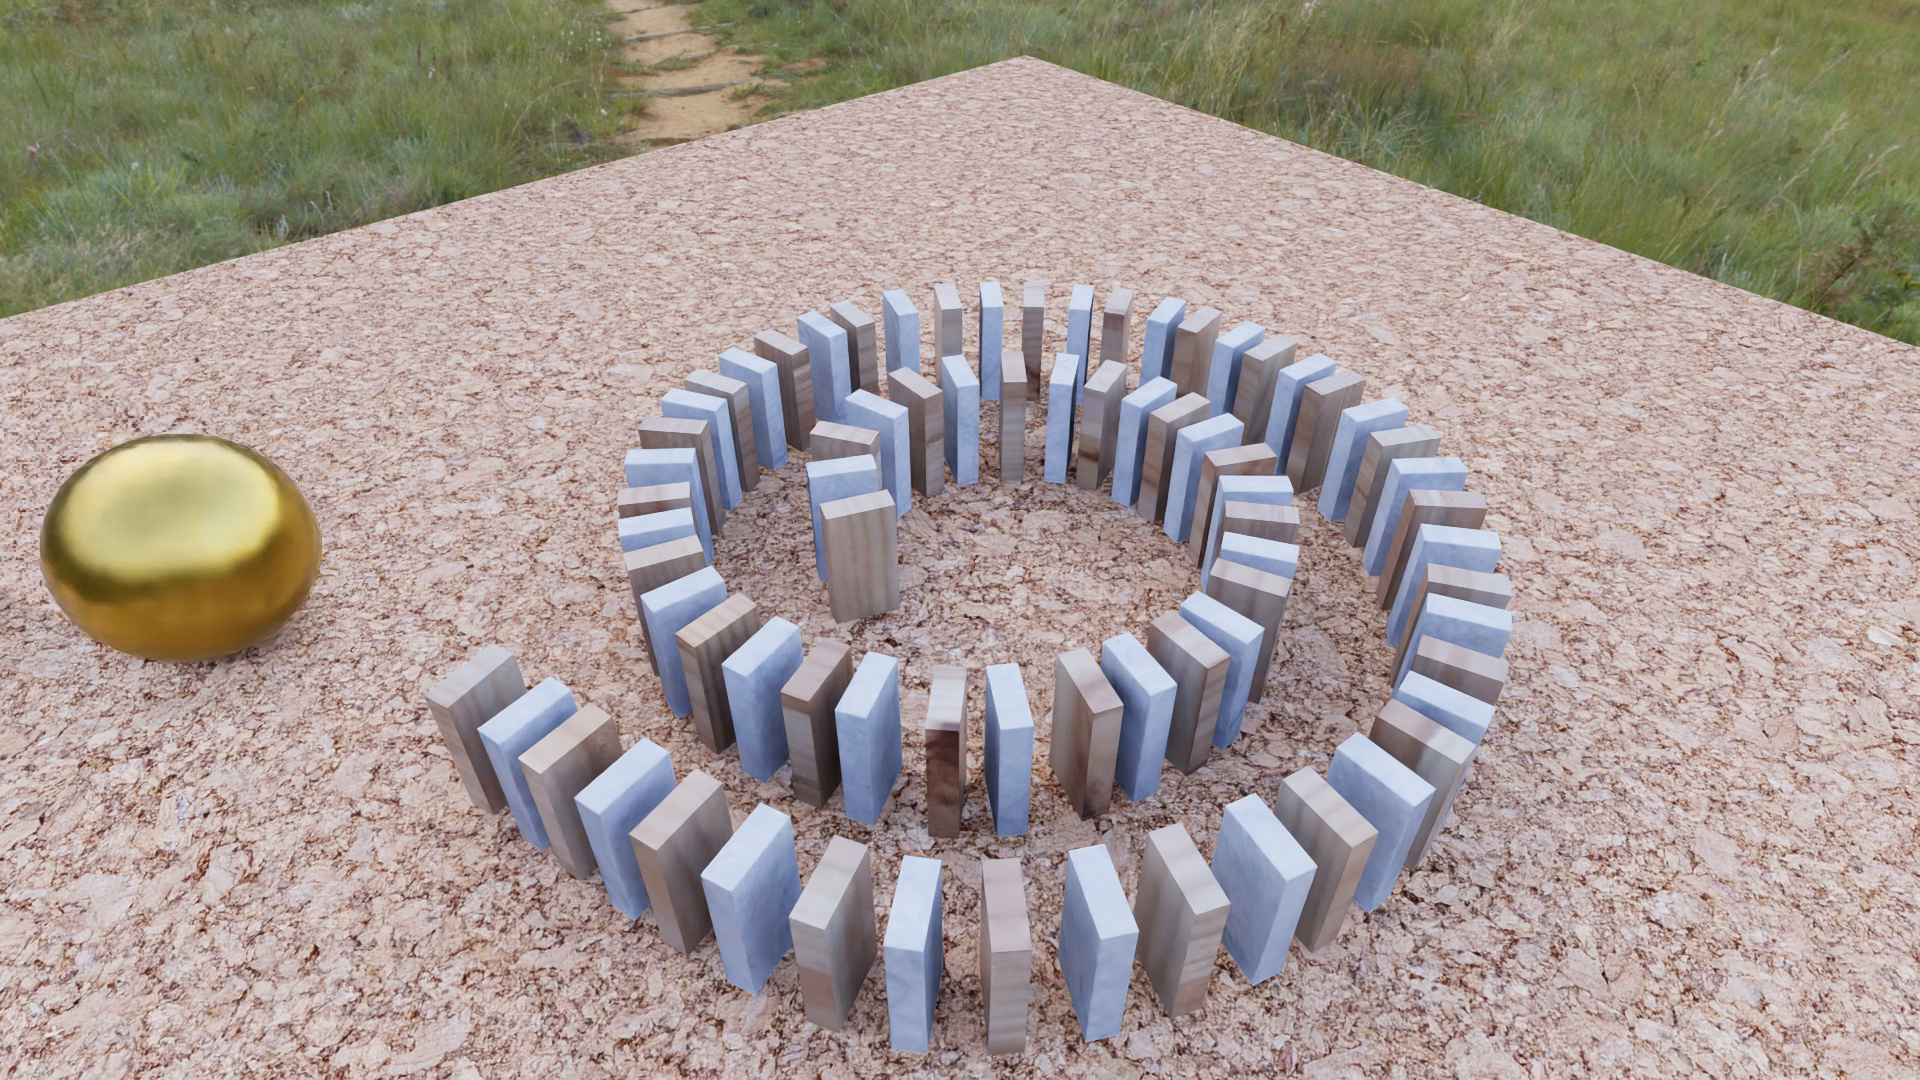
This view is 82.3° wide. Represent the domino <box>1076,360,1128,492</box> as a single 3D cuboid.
[{"bbox_3d":[0.060,-0.049,0.471,0.010,0.050,0.025,18,43,21],"label":"domino"}]

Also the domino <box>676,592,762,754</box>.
[{"bbox_3d":[-0.076,0.044,0.358,0.010,0.050,0.025,29,47,31],"label":"domino"}]

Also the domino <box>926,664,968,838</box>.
[{"bbox_3d":[-0.004,0.065,0.333,0.010,0.050,0.025,3,39,4],"label":"domino"}]

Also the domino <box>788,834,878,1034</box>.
[{"bbox_3d":[-0.032,0.103,0.286,0.009,0.050,0.025,14,41,16],"label":"domino"}]

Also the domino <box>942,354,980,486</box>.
[{"bbox_3d":[0.000,-0.051,0.474,0.010,0.050,0.025,-10,40,-12],"label":"domino"}]

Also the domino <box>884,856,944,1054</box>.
[{"bbox_3d":[-0.011,0.107,0.281,0.009,0.050,0.025,6,40,7],"label":"domino"}]

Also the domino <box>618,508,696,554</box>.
[{"bbox_3d":[-0.105,0.013,0.396,0.025,0.050,0.009,-11,41,-13],"label":"domino"}]

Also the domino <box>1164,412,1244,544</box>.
[{"bbox_3d":[0.097,-0.024,0.441,0.025,0.050,0.009,-20,43,-22],"label":"domino"}]

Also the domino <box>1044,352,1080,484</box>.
[{"bbox_3d":[0.044,-0.052,0.475,0.009,0.050,0.025,7,40,9],"label":"domino"}]

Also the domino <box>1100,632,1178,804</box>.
[{"bbox_3d":[0.053,0.056,0.343,0.009,0.050,0.025,-18,43,-21],"label":"domino"}]

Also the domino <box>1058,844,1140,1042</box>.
[{"bbox_3d":[0.035,0.105,0.284,0.009,0.050,0.025,-8,40,-10],"label":"domino"}]

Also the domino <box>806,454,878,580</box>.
[{"bbox_3d":[-0.044,-0.008,0.421,0.025,0.050,0.009,-9,40,-10],"label":"domino"}]

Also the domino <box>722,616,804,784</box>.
[{"bbox_3d":[-0.060,0.051,0.349,0.010,0.050,0.025,22,44,25],"label":"domino"}]

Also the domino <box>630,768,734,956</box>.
[{"bbox_3d":[-0.074,0.089,0.303,0.010,0.050,0.025,21,44,24],"label":"domino"}]

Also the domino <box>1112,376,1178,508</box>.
[{"bbox_3d":[0.077,-0.041,0.461,0.010,0.050,0.025,31,49,32],"label":"domino"}]

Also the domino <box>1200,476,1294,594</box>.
[{"bbox_3d":[0.107,-0.001,0.413,0.025,0.050,0.010,0,39,1],"label":"domino"}]

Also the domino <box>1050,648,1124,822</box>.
[{"bbox_3d":[0.038,0.060,0.338,0.009,0.050,0.025,-13,41,-16],"label":"domino"}]

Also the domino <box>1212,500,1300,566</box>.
[{"bbox_3d":[0.105,0.010,0.400,0.025,0.050,0.009,6,40,7],"label":"domino"}]

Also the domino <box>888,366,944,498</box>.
[{"bbox_3d":[-0.018,-0.045,0.467,0.009,0.050,0.025,-27,46,-29],"label":"domino"}]

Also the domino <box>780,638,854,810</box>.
[{"bbox_3d":[-0.043,0.057,0.342,0.010,0.050,0.025,16,42,19],"label":"domino"}]

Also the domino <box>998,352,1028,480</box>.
[{"bbox_3d":[0.022,-0.053,0.477,0.009,0.050,0.025,-1,39,-1],"label":"domino"}]

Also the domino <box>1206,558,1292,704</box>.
[{"bbox_3d":[0.095,0.031,0.373,0.025,0.050,0.010,18,43,20],"label":"domino"}]

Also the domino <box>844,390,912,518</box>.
[{"bbox_3d":[-0.033,-0.035,0.454,0.025,0.050,0.009,25,45,27],"label":"domino"}]

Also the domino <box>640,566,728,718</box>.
[{"bbox_3d":[-0.089,0.035,0.369,0.025,0.050,0.009,-25,45,-27],"label":"domino"}]

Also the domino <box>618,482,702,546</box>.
[{"bbox_3d":[-0.109,0.003,0.408,0.025,0.050,0.010,-7,40,-9],"label":"domino"}]

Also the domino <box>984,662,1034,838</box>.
[{"bbox_3d":[0.014,0.064,0.333,0.009,0.050,0.025,-5,40,-6],"label":"domino"}]

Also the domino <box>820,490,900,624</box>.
[{"bbox_3d":[-0.036,0.007,0.403,0.025,0.050,0.010,-13,41,-15],"label":"domino"}]

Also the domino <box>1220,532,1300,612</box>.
[{"bbox_3d":[0.101,0.022,0.385,0.025,0.050,0.009,12,41,14],"label":"domino"}]

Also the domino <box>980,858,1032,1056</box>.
[{"bbox_3d":[0.011,0.107,0.281,0.010,0.050,0.025,-3,39,-3],"label":"domino"}]

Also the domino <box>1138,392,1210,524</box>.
[{"bbox_3d":[0.088,-0.033,0.452,0.025,0.050,0.009,-27,46,-29],"label":"domino"}]

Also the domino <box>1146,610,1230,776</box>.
[{"bbox_3d":[0.070,0.049,0.351,0.009,0.050,0.025,-25,45,-27],"label":"domino"}]

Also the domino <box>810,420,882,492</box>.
[{"bbox_3d":[-0.044,-0.022,0.438,0.025,0.050,0.010,12,41,14],"label":"domino"}]

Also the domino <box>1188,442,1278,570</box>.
[{"bbox_3d":[0.105,-0.013,0.427,0.025,0.050,0.010,-10,40,-11],"label":"domino"}]

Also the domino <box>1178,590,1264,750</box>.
[{"bbox_3d":[0.082,0.043,0.359,0.025,0.050,0.010,32,49,33],"label":"domino"}]

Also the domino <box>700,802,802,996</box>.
[{"bbox_3d":[-0.054,0.096,0.294,0.009,0.050,0.025,19,43,21],"label":"domino"}]

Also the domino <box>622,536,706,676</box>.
[{"bbox_3d":[-0.099,0.023,0.383,0.025,0.050,0.010,-16,42,-18],"label":"domino"}]

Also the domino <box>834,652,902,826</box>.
[{"bbox_3d":[-0.027,0.061,0.337,0.010,0.050,0.025,12,41,14],"label":"domino"}]

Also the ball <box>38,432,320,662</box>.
[{"bbox_3d":[-0.270,0.003,0.385,0.080,0.080,0.080,0,39,0],"label":"ball"}]
